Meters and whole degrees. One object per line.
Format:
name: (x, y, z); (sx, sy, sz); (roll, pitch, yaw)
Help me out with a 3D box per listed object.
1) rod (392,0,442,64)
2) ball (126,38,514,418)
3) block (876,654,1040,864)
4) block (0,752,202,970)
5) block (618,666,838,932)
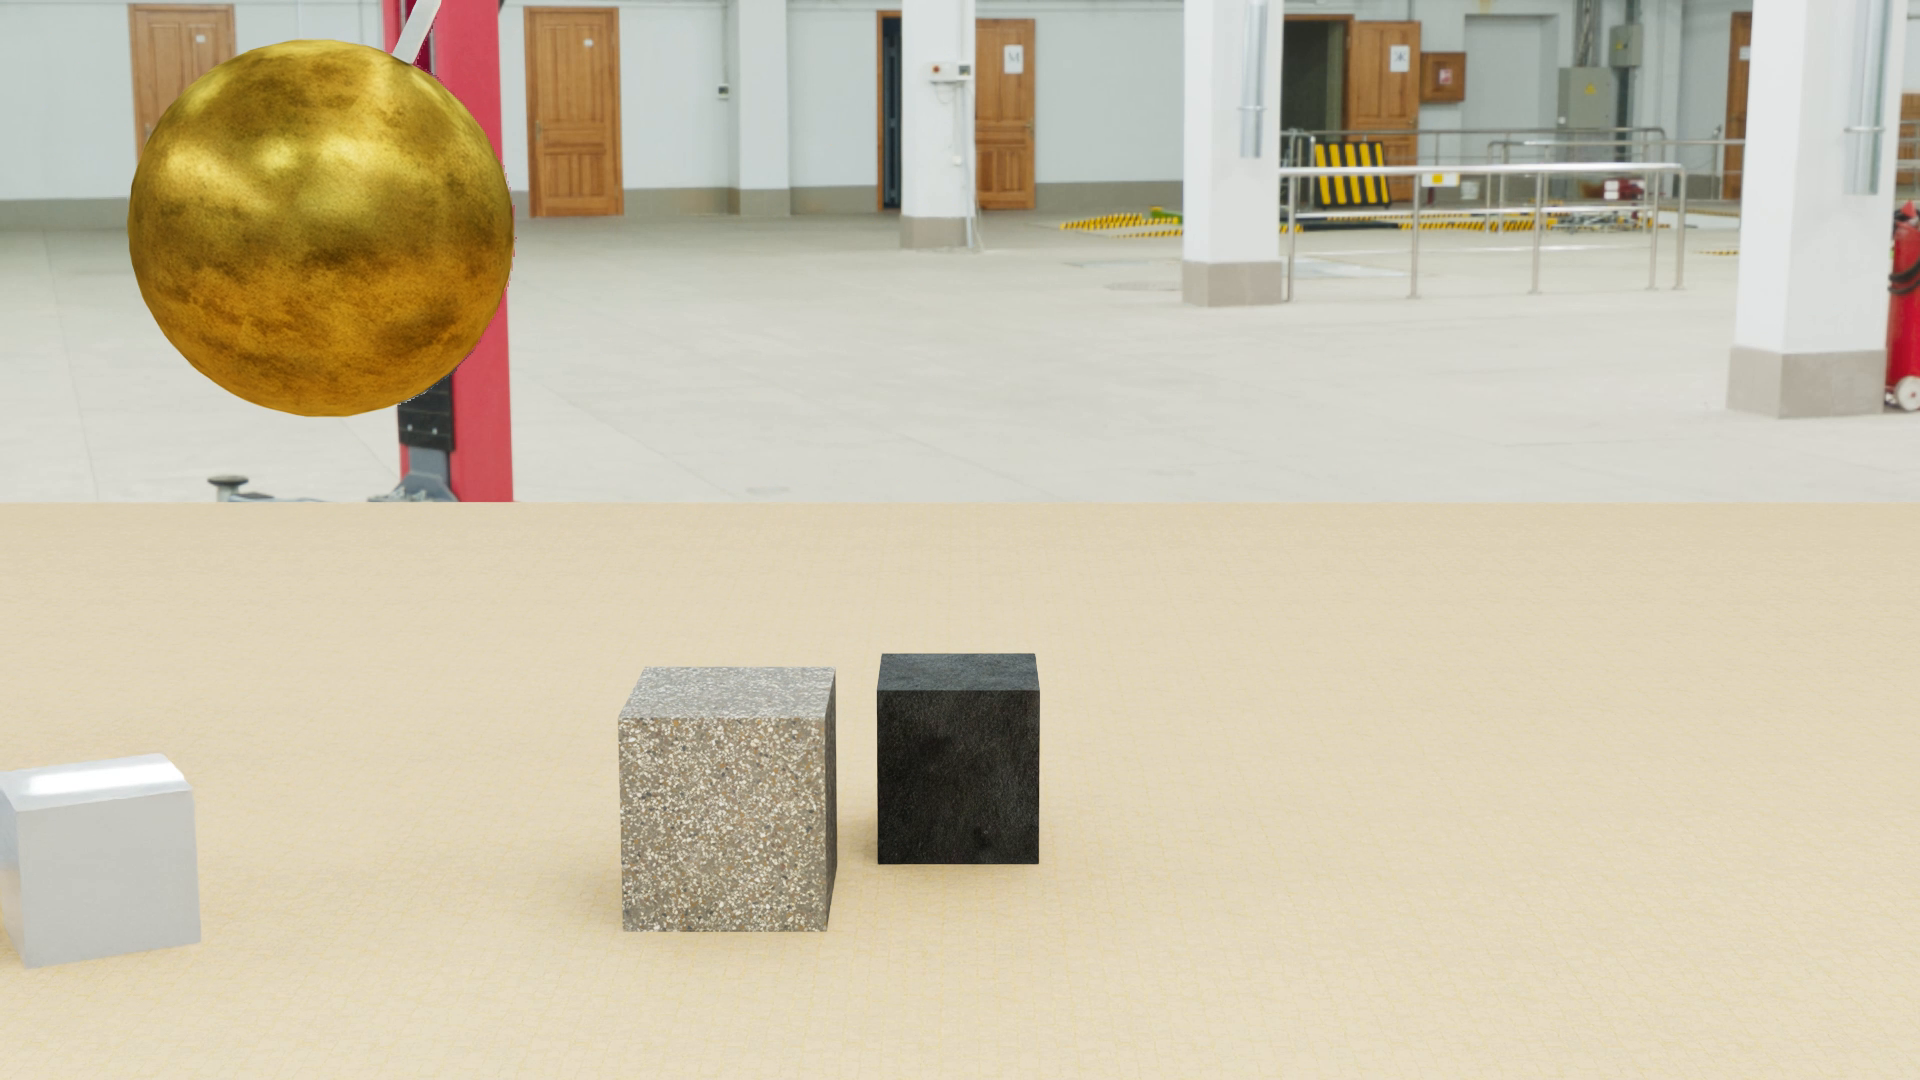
rod: (-1.175, -4.307, 10.397); (0.080, 5.200, 0.080); (26, 9, -5)
ball: (-2.711, -1.323, 10.940); (1.600, 1.600, 1.600); (0, 10, 0)
block: (-0.007, 0.997, 11.832); (0.726, 0.805, 0.742); (0, 10, 0)
block: (-3.545, 1.305, 10.536); (0.682, 0.654, 0.612); (-5, 12, -28)
block: (-0.974, 1.093, 11.000); (0.844, 0.915, 0.915); (0, 10, 0)
